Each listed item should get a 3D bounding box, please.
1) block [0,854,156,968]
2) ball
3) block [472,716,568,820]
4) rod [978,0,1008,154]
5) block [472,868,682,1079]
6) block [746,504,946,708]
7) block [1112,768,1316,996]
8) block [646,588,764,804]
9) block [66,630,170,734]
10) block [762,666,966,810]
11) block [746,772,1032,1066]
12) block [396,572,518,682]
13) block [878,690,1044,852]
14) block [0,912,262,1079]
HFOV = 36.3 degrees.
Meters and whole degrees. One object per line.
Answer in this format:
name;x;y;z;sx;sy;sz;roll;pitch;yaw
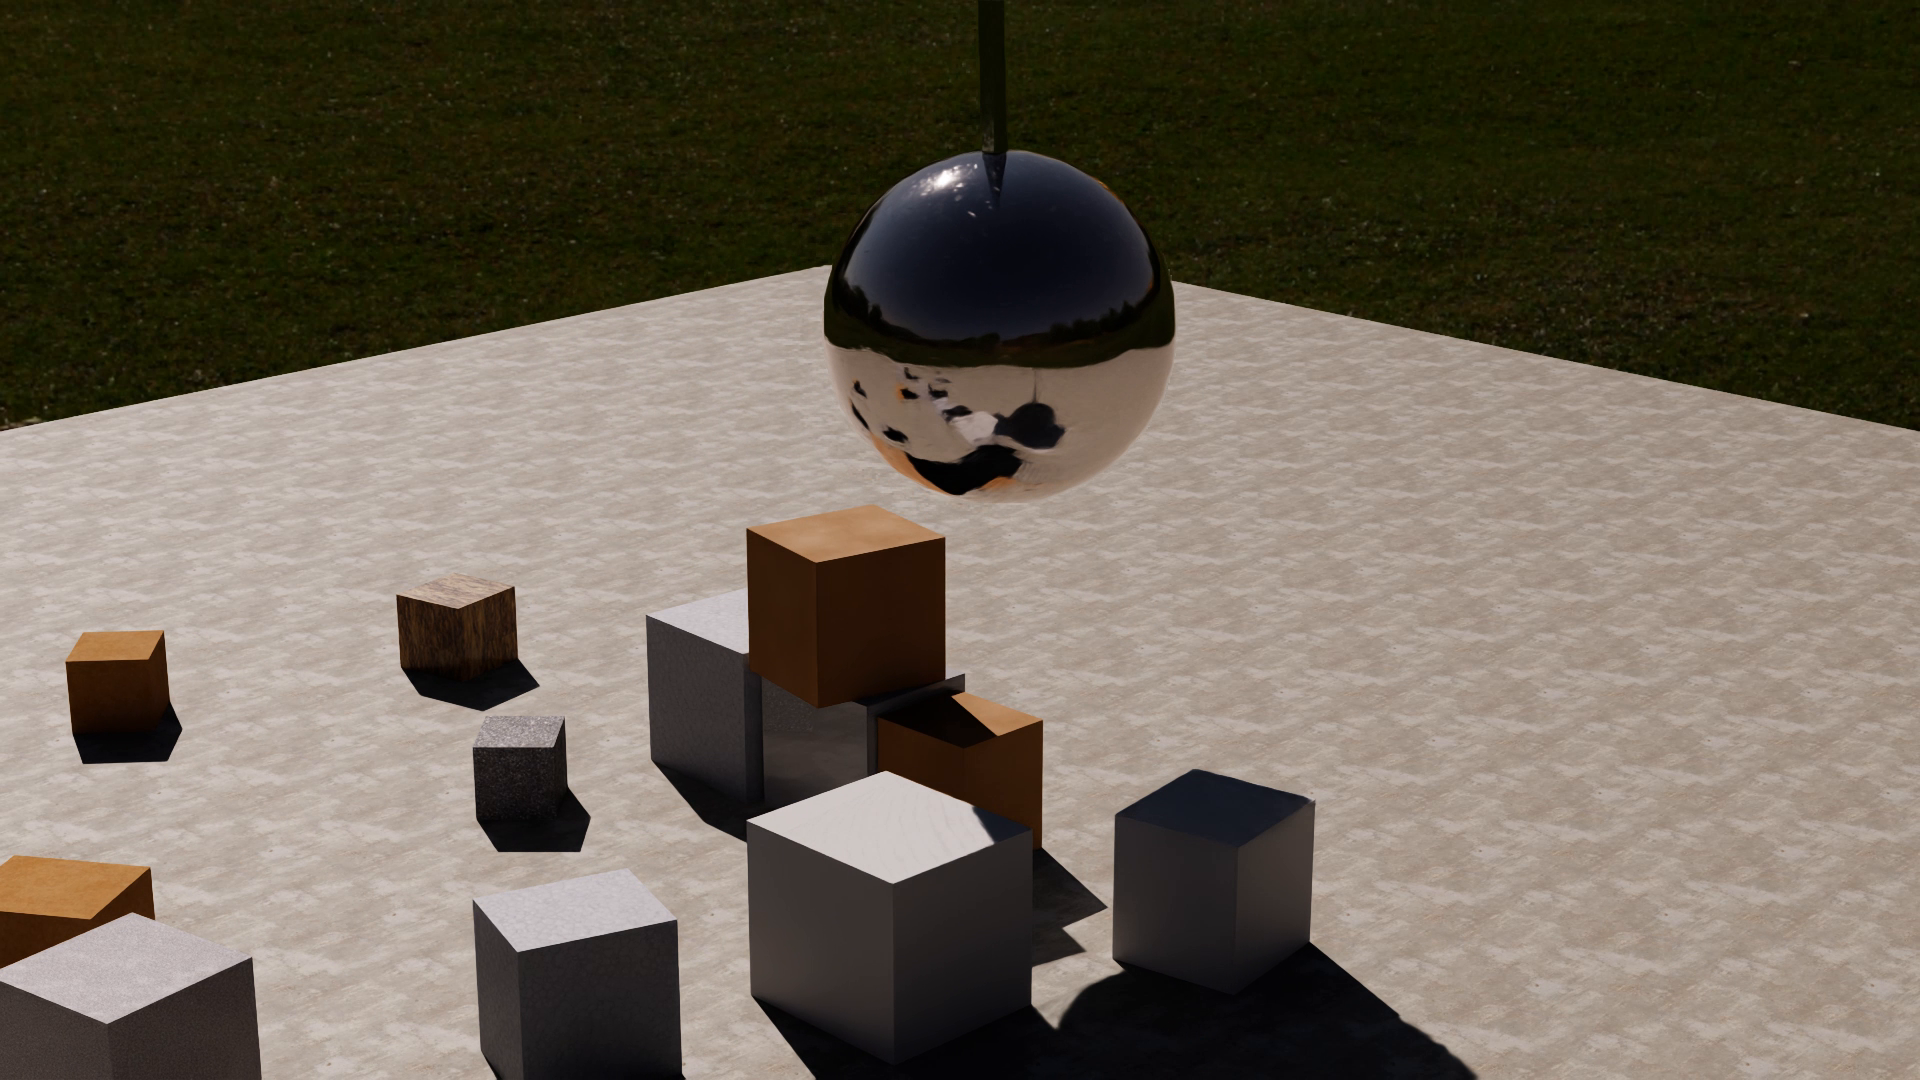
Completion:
block;-3.731;1.677;12.119;0.618;0.534;0.527;4;18;11
ball;0.176;-0.961;13.225;1.600;1.600;1.600;0;17;0
block;-2.129;1.102;14.219;0.386;0.372;0.418;0;17;0
rod;0.076;-4.172;12.111;0.080;5.200;0.080;17;26;42
block;-1.515;1.766;11.612;0.652;0.667;0.550;-9;19;-26
block;-0.538;0.302;13.858;0.705;0.708;0.639;-11;21;-32
block;1.090;1.456;12.596;0.607;0.670;0.646;12;21;34
block;-1.007;0.748;14.676;0.792;0.773;0.784;-15;23;-40
block;-4.398;0.739;15.328;0.419;0.398;0.455;-1;18;-5
block;-0.463;0.960;14.119;0.646;0.703;0.734;-17;24;-42
block;-0.290;1.542;12.123;0.781;0.789;0.883;-16;24;-42
block;-2.762;0.477;16.124;0.448;0.422;0.461;11;21;31
block;0.002;1.131;13.677;0.518;0.641;0.567;-17;24;-42
block;-3.119;1.928;10.998;0.680;0.727;0.674;12;21;34
